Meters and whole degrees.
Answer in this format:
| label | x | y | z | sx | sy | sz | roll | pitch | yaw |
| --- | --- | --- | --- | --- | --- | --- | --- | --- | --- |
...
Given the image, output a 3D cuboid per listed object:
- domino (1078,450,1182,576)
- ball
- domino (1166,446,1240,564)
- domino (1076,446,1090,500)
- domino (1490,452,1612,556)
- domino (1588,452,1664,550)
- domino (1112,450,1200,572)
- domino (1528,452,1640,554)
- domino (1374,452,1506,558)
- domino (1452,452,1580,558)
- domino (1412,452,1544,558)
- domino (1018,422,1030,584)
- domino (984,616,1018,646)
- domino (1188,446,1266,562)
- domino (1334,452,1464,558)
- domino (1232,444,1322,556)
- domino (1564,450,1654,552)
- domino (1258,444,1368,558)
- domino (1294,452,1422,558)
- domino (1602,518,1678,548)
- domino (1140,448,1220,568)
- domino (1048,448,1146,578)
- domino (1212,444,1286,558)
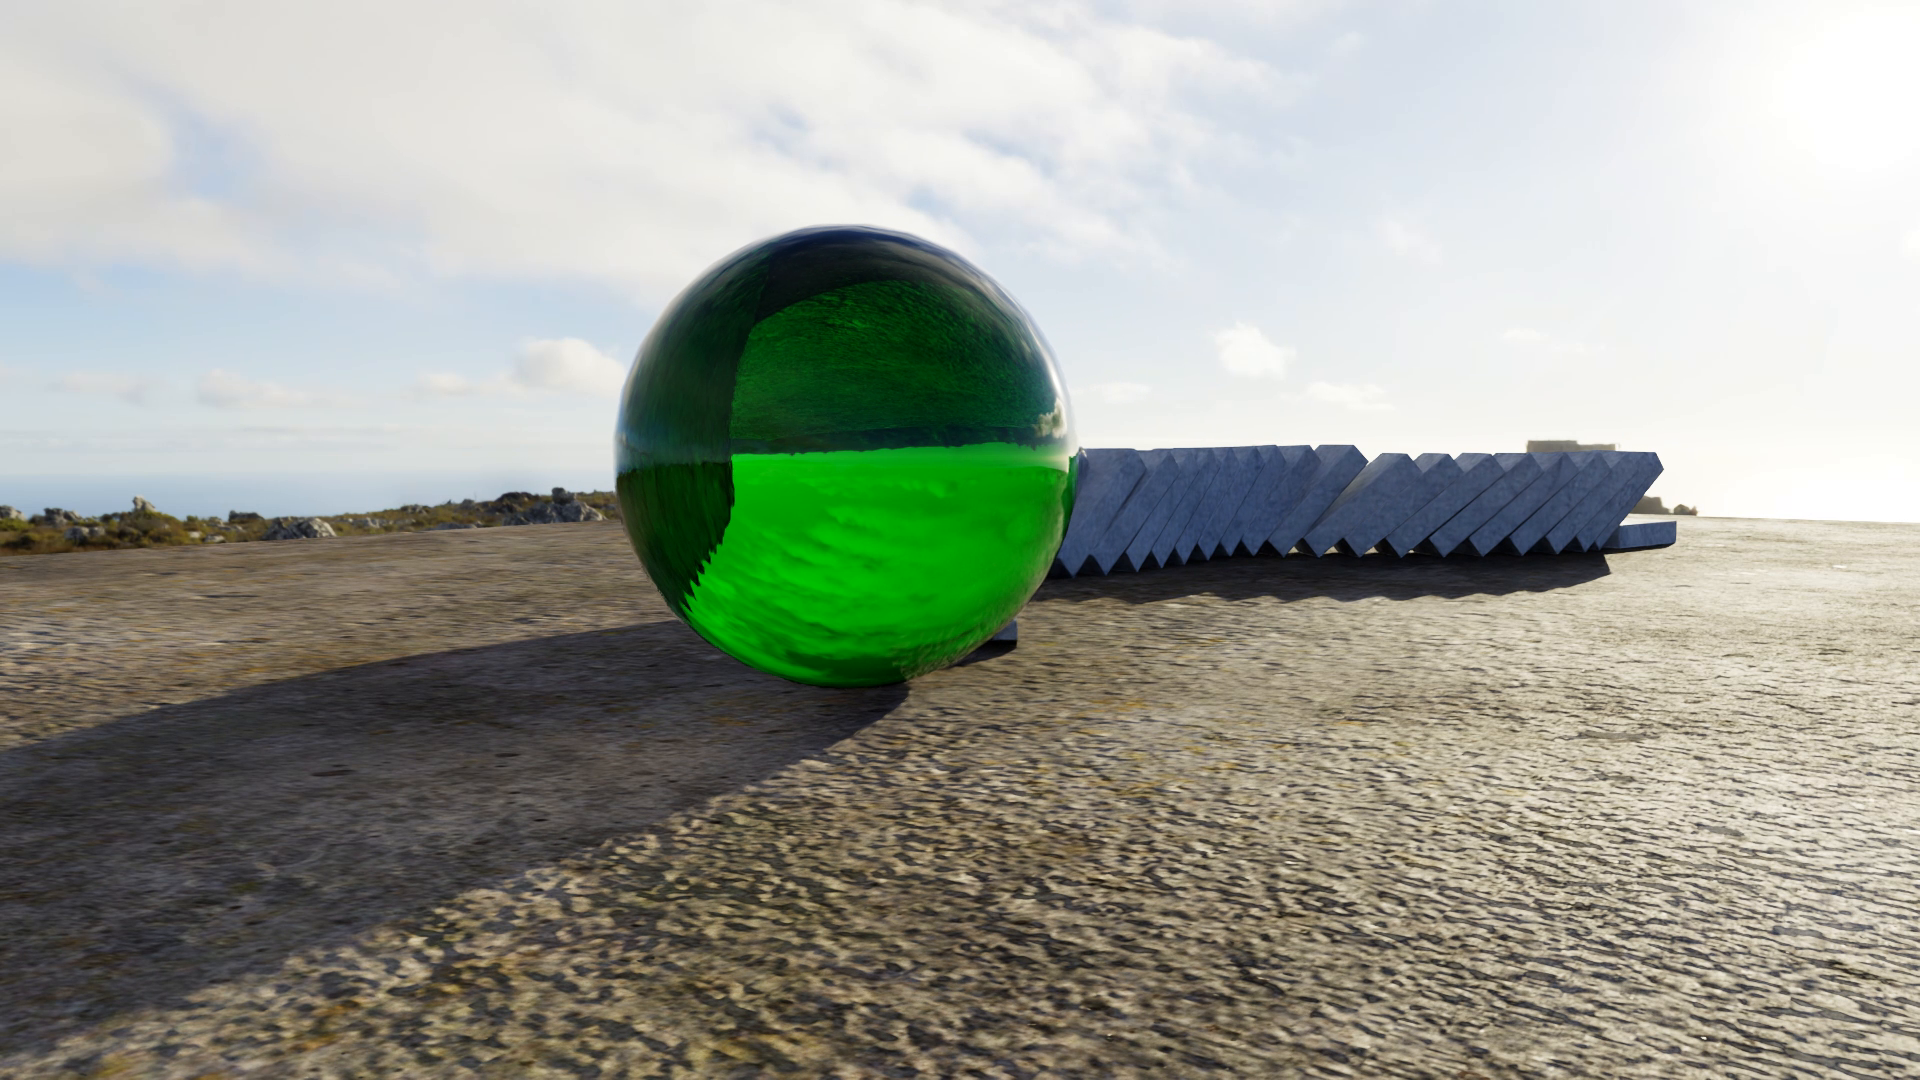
| label | x | y | z | sx | sy | sz | roll | pitch | yaw |
| --- | --- | --- | --- | --- | --- | --- | --- | --- | --- |
| domino | 0.051 | -0.010 | 0.432 | 0.025 | 0.009 | 0.050 | 5 | 48 | 48 |
| ball | -0.019 | -0.014 | 0.224 | 0.080 | 0.080 | 0.080 | 0 | 4 | 0 |
| domino | 0.080 | -0.013 | 0.466 | 0.025 | 0.009 | 0.050 | 3 | 48 | 43 |
| domino | 0.022 | -0.009 | 0.416 | 0.025 | 0.009 | 0.050 | -1 | 45 | 31 |
| domino | 0.227 | -0.015 | 0.502 | 0.050 | 0.009 | 0.025 | -41 | 13 | -7 |
| domino | 0.265 | -0.017 | 0.531 | 0.050 | 0.009 | 0.025 | -44 | 21 | -17 |
| domino | 0.060 | -0.011 | 0.444 | 0.025 | 0.009 | 0.050 | 4 | 47 | 43 |
| domino | 0.241 | -0.015 | 0.509 | 0.050 | 0.009 | 0.025 | -42 | 16 | -11 |
| domino | 0.181 | -0.014 | 0.490 | 0.050 | 0.009 | 0.025 | -39 | 5 | 1 |
| domino | 0.211 | -0.014 | 0.496 | 0.050 | 0.009 | 0.025 | -40 | 9 | -4 |
| domino | 0.196 | -0.014 | 0.492 | 0.050 | 0.010 | 0.025 | -40 | 7 | -2 |
| domino | 0.008 | -0.012 | 0.396 | 0.025 | 0.050 | 0.009 | 0 | -22 | 6 |
| domino | 0.000 | -0.003 | 0.272 | 0.025 | 0.050 | 0.009 | 0 | -12 | 2 |
| domino | 0.091 | -0.014 | 0.476 | 0.025 | 0.009 | 0.050 | 2 | 48 | 47 |
| domino | 0.165 | -0.014 | 0.491 | 0.050 | 0.009 | 0.025 | -39 | 4 | 1 |
| domino | 0.115 | -0.016 | 0.494 | 0.050 | 0.009 | 0.025 | -50 | 25 | -20 |
| domino | 0.254 | -0.016 | 0.519 | 0.050 | 0.009 | 0.025 | -44 | 21 | -16 |
| domino | 0.132 | -0.016 | 0.494 | 0.009 | 0.050 | 0.025 | 45 | -7 | -13 |
| domino | 0.150 | -0.014 | 0.492 | 0.050 | 0.010 | 0.025 | -39 | 5 | 1 |
| domino | 0.281 | -0.003 | 0.547 | 0.050 | 0.009 | 0.025 | -3 | 5 | -37 |
| domino | 0.070 | -0.012 | 0.455 | 0.025 | 0.010 | 0.050 | 4 | 49 | 43 |
| domino | 0.038 | -0.010 | 0.423 | 0.025 | 0.009 | 0.050 | 4 | 49 | 46 |
| domino | 0.101 | -0.015 | 0.487 | 0.025 | 0.009 | 0.050 | 1 | 47 | 49 |
